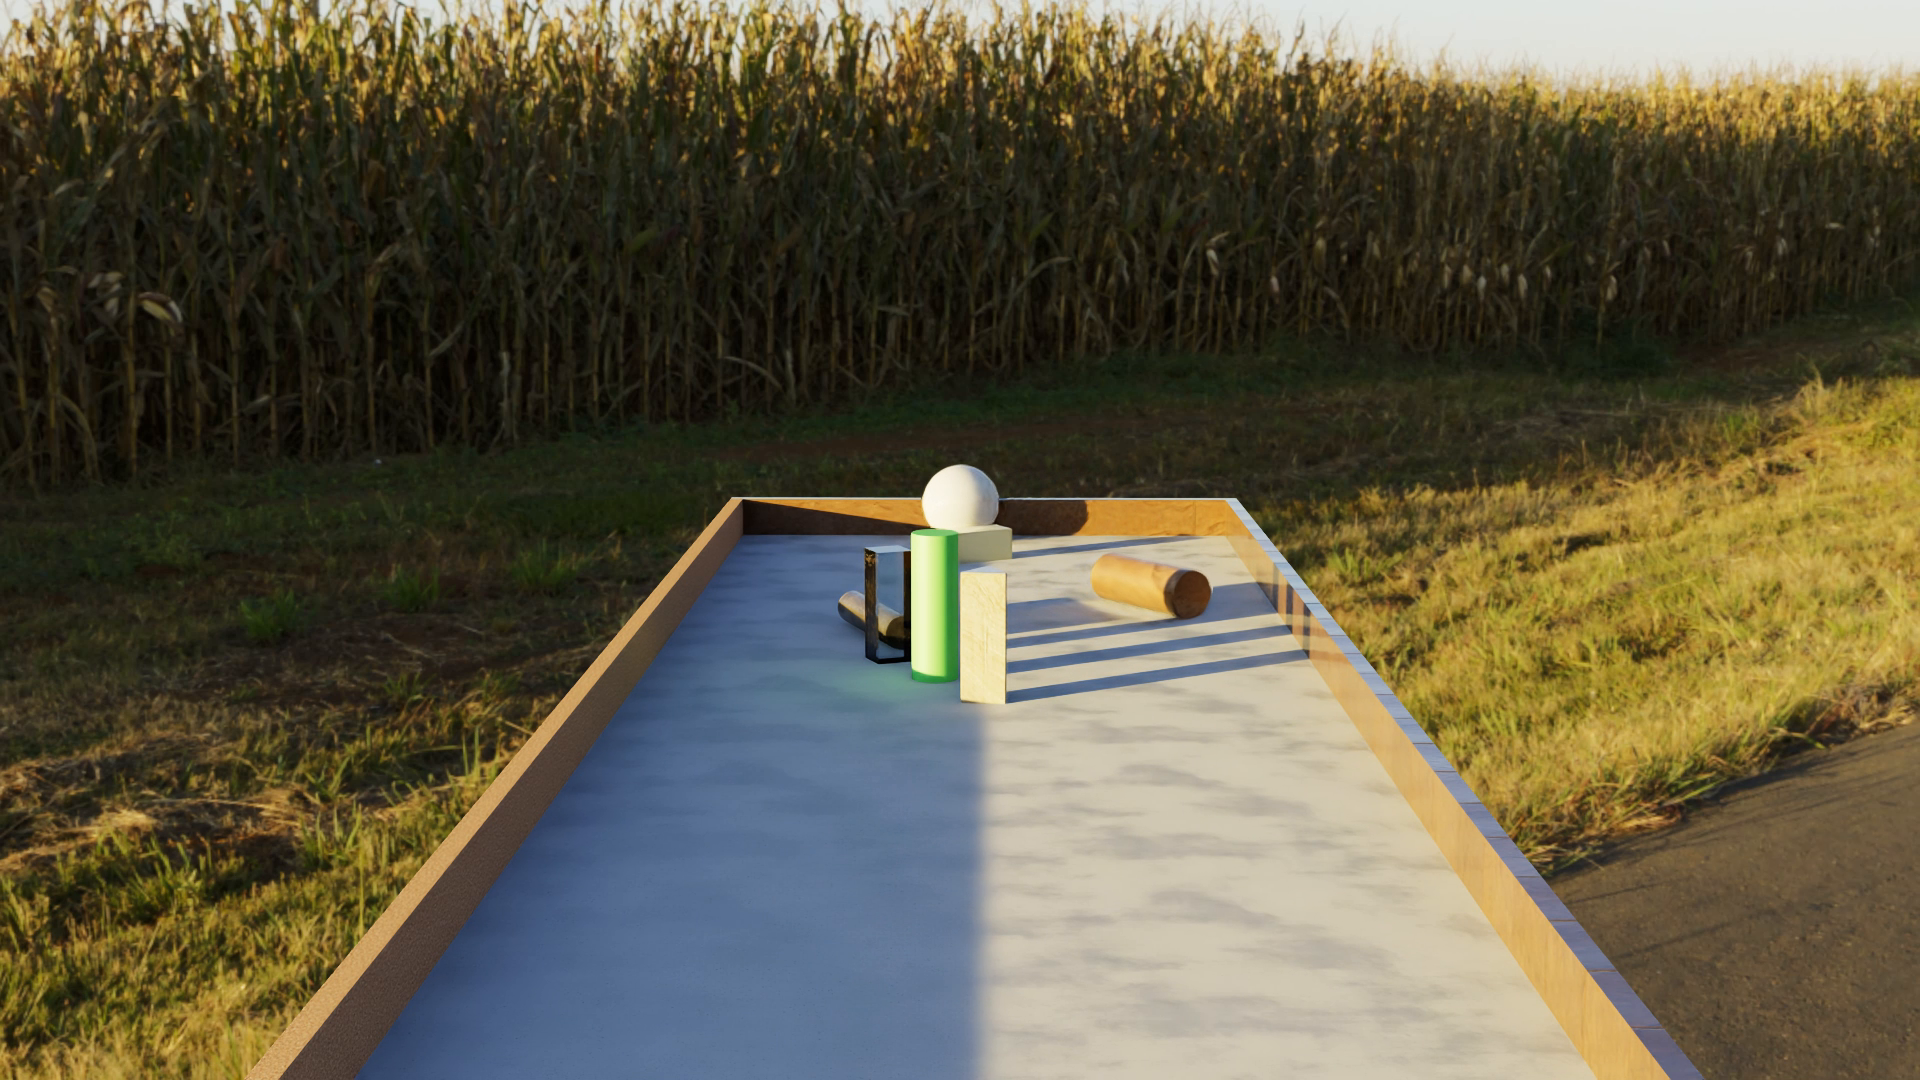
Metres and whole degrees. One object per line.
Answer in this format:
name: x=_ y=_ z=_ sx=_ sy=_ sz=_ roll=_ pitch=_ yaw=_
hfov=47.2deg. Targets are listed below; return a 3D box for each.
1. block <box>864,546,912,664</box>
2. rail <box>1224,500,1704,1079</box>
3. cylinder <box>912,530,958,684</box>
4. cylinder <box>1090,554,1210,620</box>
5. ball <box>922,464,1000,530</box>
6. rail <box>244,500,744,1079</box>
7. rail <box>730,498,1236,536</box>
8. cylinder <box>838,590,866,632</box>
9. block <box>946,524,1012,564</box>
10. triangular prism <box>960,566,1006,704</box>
block: x=-0.217 y=0.196 z=6.685 sx=0.112 sy=0.341 sz=0.112 roll=-4 pitch=10 yaw=-23
rail: x=1.046 y=0.843 z=3.208 sx=0.050 sy=0.150 sz=12.000 roll=0 pitch=9 yaw=1
cylinder: x=-0.073 y=0.192 z=6.421 sx=0.137 sy=0.432 sz=0.137 roll=0 pitch=9 yaw=0
cylinder: x=0.648 y=0.155 z=7.514 sx=0.162 sy=0.162 sz=0.445 roll=-6 pitch=11 yaw=-34
ball: x=0.004 y=-0.150 z=8.956 sx=0.313 sy=0.313 sz=0.313 roll=0 pitch=9 yaw=0
rail: x=-1.004 y=0.839 z=3.234 sx=0.050 sy=0.150 sz=12.000 roll=0 pitch=9 yaw=1
rail: x=0.099 y=-0.098 z=9.147 sx=2.100 sy=0.150 sz=0.050 roll=0 pitch=9 yaw=1
cylinder: x=-0.275 y=0.252 z=7.075 sx=0.107 sy=0.107 sz=0.437 roll=-3 pitch=10 yaw=-21
block: x=0.018 y=0.020 z=8.499 sx=0.355 sy=0.119 sz=0.119 roll=-5 pitch=10 yaw=-29
triangular prism: x=0.072 y=0.264 z=6.161 sx=0.126 sy=0.369 sz=0.110 roll=1 pitch=9 yaw=7
